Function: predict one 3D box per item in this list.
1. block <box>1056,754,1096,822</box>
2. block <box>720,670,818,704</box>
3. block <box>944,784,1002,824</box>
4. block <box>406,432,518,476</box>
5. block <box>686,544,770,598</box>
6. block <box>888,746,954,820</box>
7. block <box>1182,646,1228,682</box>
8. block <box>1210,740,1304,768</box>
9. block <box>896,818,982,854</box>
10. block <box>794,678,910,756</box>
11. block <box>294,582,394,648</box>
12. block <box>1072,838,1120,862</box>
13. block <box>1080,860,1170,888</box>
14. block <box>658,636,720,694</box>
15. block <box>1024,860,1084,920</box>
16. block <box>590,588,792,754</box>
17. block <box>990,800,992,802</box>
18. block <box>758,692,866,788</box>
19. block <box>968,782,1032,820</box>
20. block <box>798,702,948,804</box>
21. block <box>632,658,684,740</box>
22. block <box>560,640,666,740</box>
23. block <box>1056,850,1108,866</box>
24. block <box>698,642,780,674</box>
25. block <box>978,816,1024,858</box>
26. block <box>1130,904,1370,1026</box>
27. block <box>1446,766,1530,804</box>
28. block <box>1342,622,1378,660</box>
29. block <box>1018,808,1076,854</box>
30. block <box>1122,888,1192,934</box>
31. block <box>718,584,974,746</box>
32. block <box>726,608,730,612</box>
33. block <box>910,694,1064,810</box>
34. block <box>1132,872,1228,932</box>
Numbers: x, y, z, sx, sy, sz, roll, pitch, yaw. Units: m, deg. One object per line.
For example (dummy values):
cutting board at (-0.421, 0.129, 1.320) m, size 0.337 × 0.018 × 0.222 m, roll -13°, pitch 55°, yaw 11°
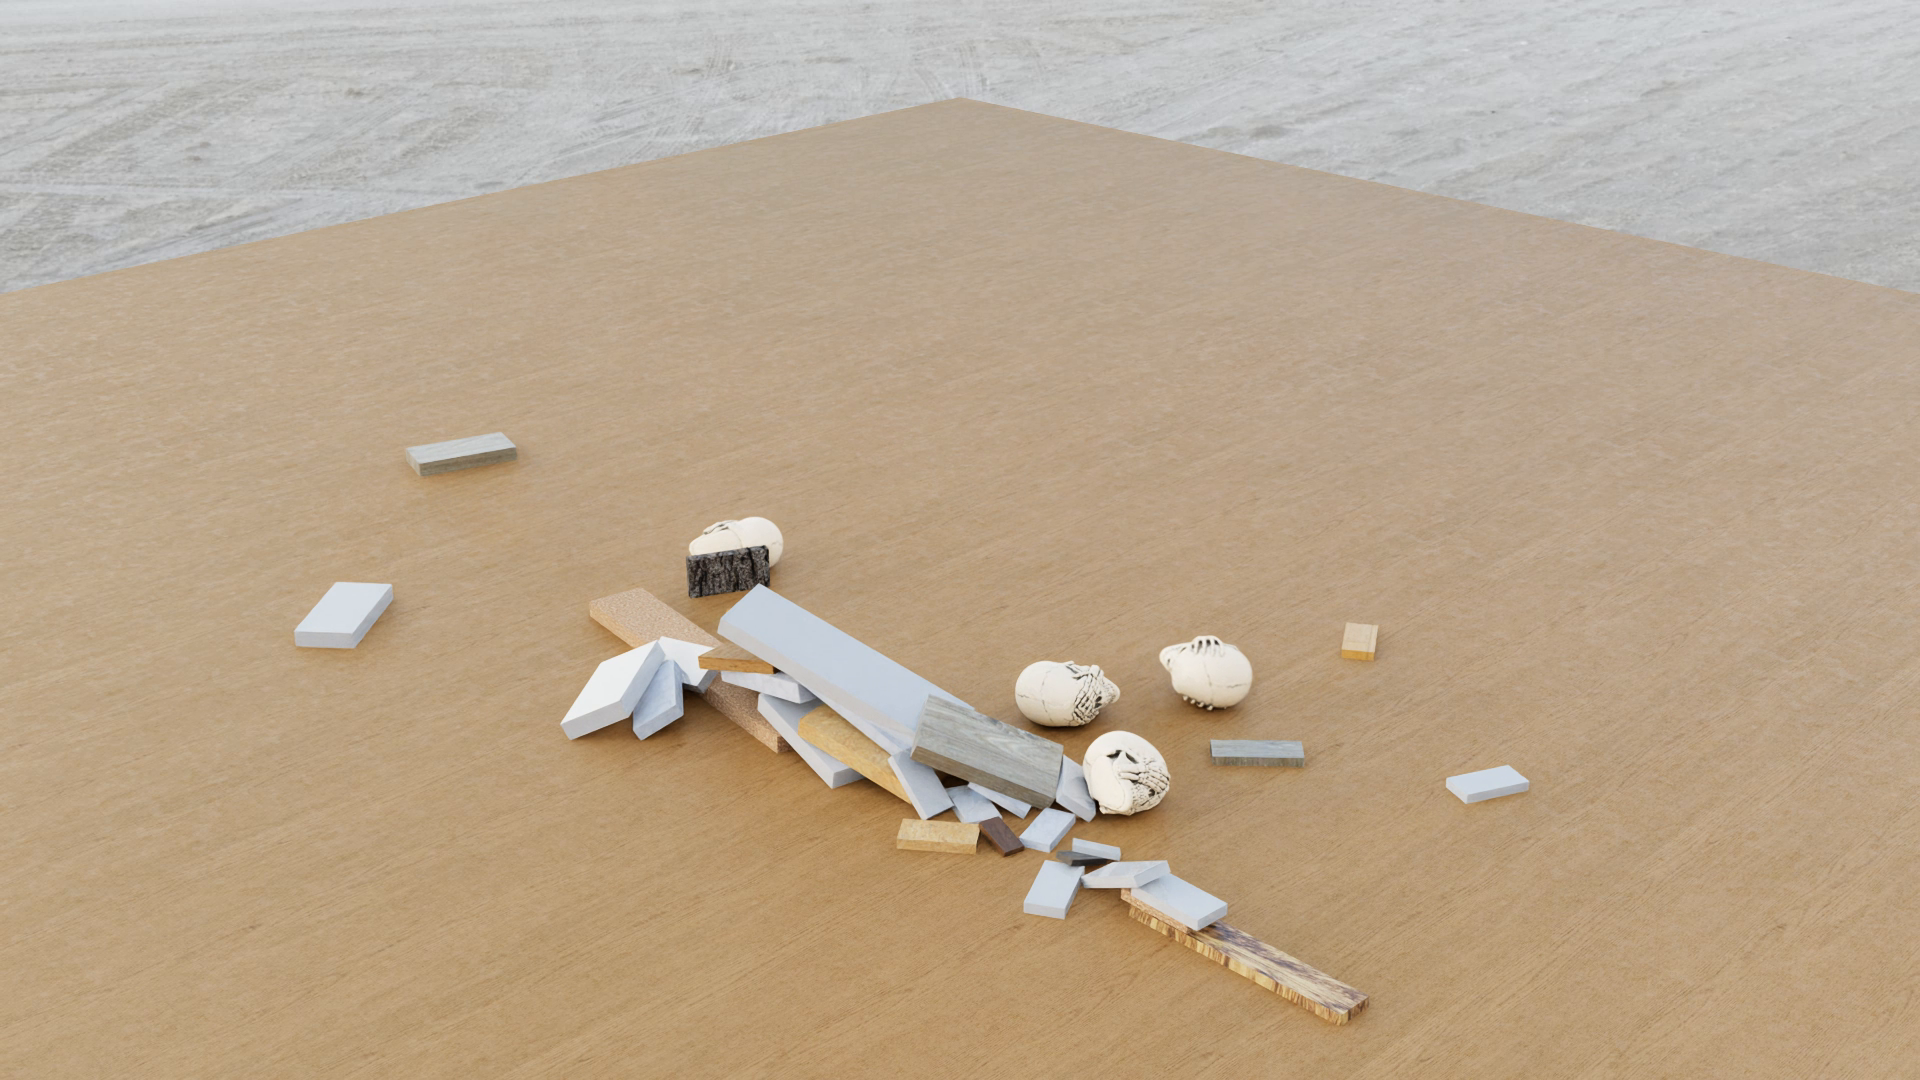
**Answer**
block at (0.236, 0.506, 4.485) m, size 0.081 × 0.023 × 0.163 m, roll 33°, pitch 21°, yaw -11°
block at (-0.374, 0.289, 4.774) m, size 0.151 × 0.043 × 0.301 m, roll -17°, pitch 17°, yaw -36°
block at (0.026, 0.541, 4.458) m, size 0.073 × 0.021 × 0.146 m, roll -8°, pitch 24°, yaw -17°
block at (-1.426, -0.246, 6.289) m, size 0.282 × 0.040 × 0.141 m, roll -12°, pitch 26°, yaw -26°
block at (-0.574, 0.078, 5.446) m, size 0.203 × 0.102 × 0.029 m, roll -8°, pitch 24°, yaw -19°
block at (-0.080, 0.491, 4.455) m, size 0.073 × 0.021 × 0.146 m, roll -20°, pitch 74°, yaw -39°
block at (0.564, 0.285, 5.066) m, size 0.066 × 0.019 × 0.131 m, roll 11°, pitch 25°, yaw 24°
block at (0.630, 0.452, 4.667) m, size 0.193 × 0.021 × 0.075 m, roll 1°, pitch 23°, yaw 2°
block at (-0.041, 0.586, 4.351) m, size 0.157 × 0.022 × 0.079 m, roll 3°, pitch 23°, yaw 7°
block at (-0.223, 0.324, 4.605) m, size 0.396 × 0.031 × 0.109 m, roll 36°, pitch 41°, yaw 21°
block at (-1.479, 0.179, 5.287) m, size 0.141 × 0.040 × 0.282 m, roll 2°, pitch 23°, yaw 5°
block at (0.266, 0.603, 4.285) m, size 0.094 × 0.013 × 0.047 m, roll 12°, pitch 9°, yaw 0°
block at (0.310, 0.629, 4.132) m, size 0.079 × 0.022 × 0.188 m, roll -19°, pitch 1°, yaw -29°
block at (-0.626, 0.281, 4.959) m, size 0.203 × 0.029 × 0.102 m, roll 9°, pitch 57°, yaw 41°
block at (0.180, 0.662, 4.171) m, size 0.079 × 0.022 × 0.158 m, roll 7°, pitch 24°, yaw 15°
block at (-0.585, 0.285, 5.037) m, size 0.141 × 0.040 × 0.858 m, roll -16°, pitch 28°, yaw -33°
block at (0.137, 0.505, 4.541) m, size 0.179 × 0.023 × 0.081 m, roll -3°, pitch 23°, yaw -6°
block at (-0.287, 0.406, 4.674) m, size 0.151 × 0.043 × 0.302 m, roll -16°, pitch 39°, yaw -32°
block at (0.086, 0.511, 4.464) m, size 0.131 × 0.019 × 0.066 m, roll 30°, pitch 31°, yaw 6°
block at (-0.173, 0.427, 4.584) m, size 0.301 × 0.043 × 0.151 m, roll 28°, pitch 38°, yaw 25°
block at (-0.664, 0.349, 4.828) m, size 0.109 × 0.031 × 0.219 m, roll -31°, pitch 25°, yaw 6°
block at (-0.762, 0.329, 4.851) m, size 0.151 × 0.043 × 0.302 m, roll -22°, pitch 18°, yaw 17°
block at (0.235, 0.615, 4.254) m, size 0.094 × 0.013 × 0.047 m, roll 5°, pitch 12°, yaw -40°
block at (-0.459, 0.258, 4.793) m, size 0.203 × 0.029 × 0.102 m, roll 2°, pitch 16°, yaw 33°
block at (0.081, 0.584, 4.336) m, size 0.047 × 0.013 × 0.094 m, roll -14°, pitch 42°, yaw -30°
block at (0.515, 0.748, 3.968) m, size 0.082 × 0.023 × 0.485 m, roll -21°, pitch 31°, yaw -40°
block at (1.090, 0.505, 4.544) m, size 0.150 × 0.021 × 0.075 m, roll -9°, pitch 25°, yaw -20°
block at (0.940, 0.238, 5.172) m, size 0.075 × 0.021 × 0.150 m, roll 5°, pitch 24°, yaw 12°
block at (0.174, 0.577, 4.377) m, size 0.066 × 0.019 × 0.131 m, roll 11°, pitch 25°, yaw 24°
block at (0.388, 0.673, 4.085) m, size 0.082 × 0.023 × 0.164 m, roll -20°, pitch 30°, yaw -39°
block at (-0.239, 0.273, 4.600) m, size 0.543 × 0.043 × 0.151 m, roll 29°, pitch 39°, yaw 13°
block at (-0.396, 0.207, 4.756) m, size 0.109 × 0.031 × 0.219 m, roll -16°, pitch 42°, yaw -44°
block at (0.056, 0.432, 4.477) m, size 0.301 × 0.043 × 0.151 m, roll 22°, pitch 40°, yaw -7°
block at (0.403, 0.662, 4.051) m, size 0.082 × 0.023 × 0.164 m, roll -20°, pitch 30°, yaw -38°
